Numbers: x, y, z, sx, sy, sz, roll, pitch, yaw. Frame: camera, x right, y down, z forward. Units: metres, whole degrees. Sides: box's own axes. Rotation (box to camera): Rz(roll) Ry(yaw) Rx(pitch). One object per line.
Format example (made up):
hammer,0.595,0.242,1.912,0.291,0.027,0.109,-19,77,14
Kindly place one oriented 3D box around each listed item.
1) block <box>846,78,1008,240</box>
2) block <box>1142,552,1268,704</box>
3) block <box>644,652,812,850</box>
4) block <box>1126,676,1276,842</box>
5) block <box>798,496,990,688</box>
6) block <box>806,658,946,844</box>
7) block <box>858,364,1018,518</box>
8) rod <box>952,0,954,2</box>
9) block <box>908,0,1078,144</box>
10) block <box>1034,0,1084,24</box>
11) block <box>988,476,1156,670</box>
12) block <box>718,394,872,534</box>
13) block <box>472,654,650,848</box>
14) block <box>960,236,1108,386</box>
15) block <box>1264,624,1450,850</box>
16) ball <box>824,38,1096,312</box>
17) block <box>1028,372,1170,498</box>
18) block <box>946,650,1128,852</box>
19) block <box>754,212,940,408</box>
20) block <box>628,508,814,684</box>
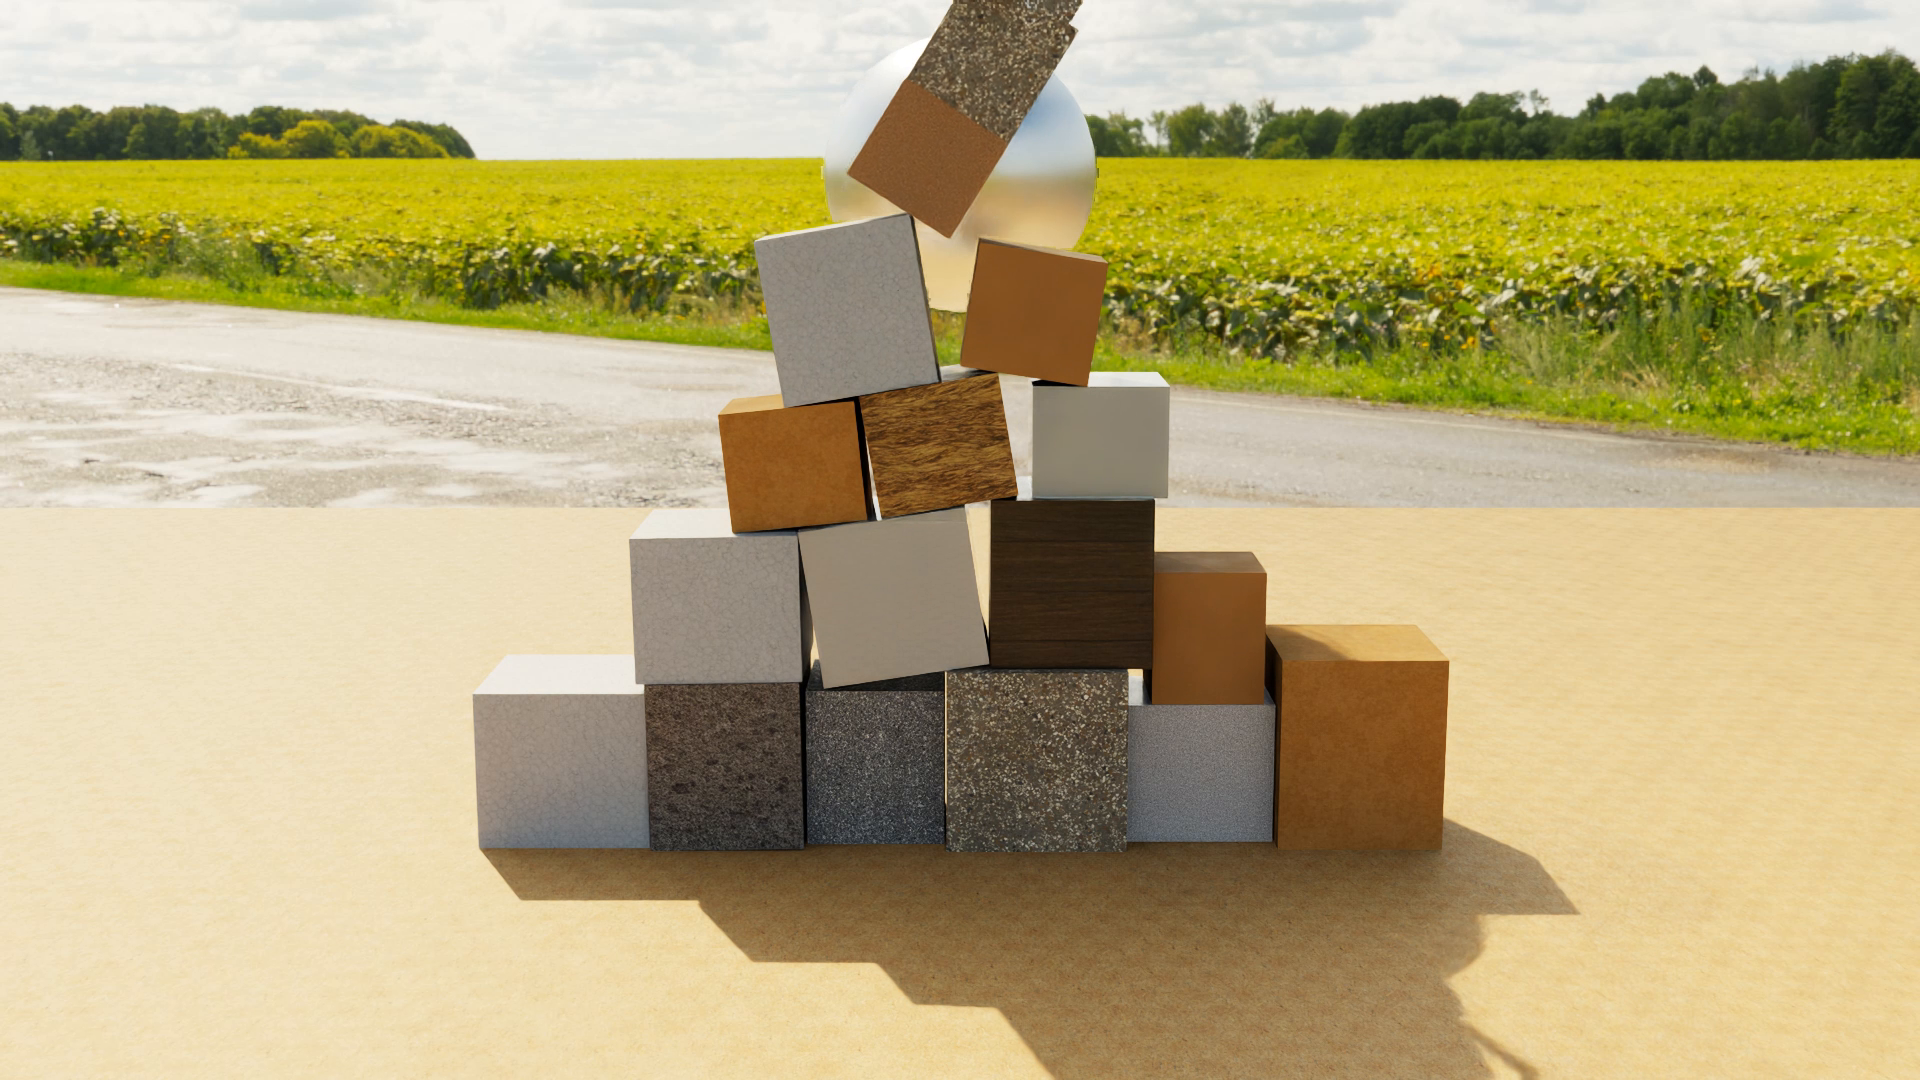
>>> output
block,-0.154,-1.880,10.848,0.588,0.537,0.553,32,9,-5
block,1.245,0.442,11.270,0.562,0.674,0.579,0,10,0
block,-1.171,1.052,11.363,0.765,0.852,0.884,-1,10,0
block,1.213,1.124,11.392,0.741,0.712,0.615,0,10,0
block,-0.325,0.218,11.217,0.829,0.794,0.798,-9,10,2
block,-0.425,1.083,11.389,0.693,0.794,0.700,0,10,0
block,-0.101,-0.525,11.098,0.685,0.610,0.749,-10,10,2
rod,0.000,-5.073,11.172,0.080,5.200,0.080,0,31,0
block,0.156,-2.367,10.769,0.579,0.628,0.573,32,9,-6
block,0.459,-2.851,10.677,0.478,0.529,0.520,32,9,-5
block,0.552,0.154,11.222,0.806,0.849,0.787,0,10,0
block,-0.819,-0.415,11.112,0.669,0.590,0.671,-6,10,1
block,-1.989,1.080,11.392,0.860,0.798,0.843,0,10,0
block,0.359,-1.148,10.961,0.629,0.605,0.647,9,10,-2
block,2.004,1.000,11.342,0.823,0.974,0.822,0,10,0
ball,0.000,-2.144,12.899,1.600,1.600,1.600,0,10,0
block,0.689,-0.536,11.098,0.669,0.554,0.666,0,10,0
block,0.382,1.024,11.373,0.900,0.917,0.944,0,10,0
block,-0.549,-1.162,10.974,0.763,0.817,0.676,-9,10,2
block,-1.198,0.270,11.232,0.825,0.734,0.866,-1,10,0
